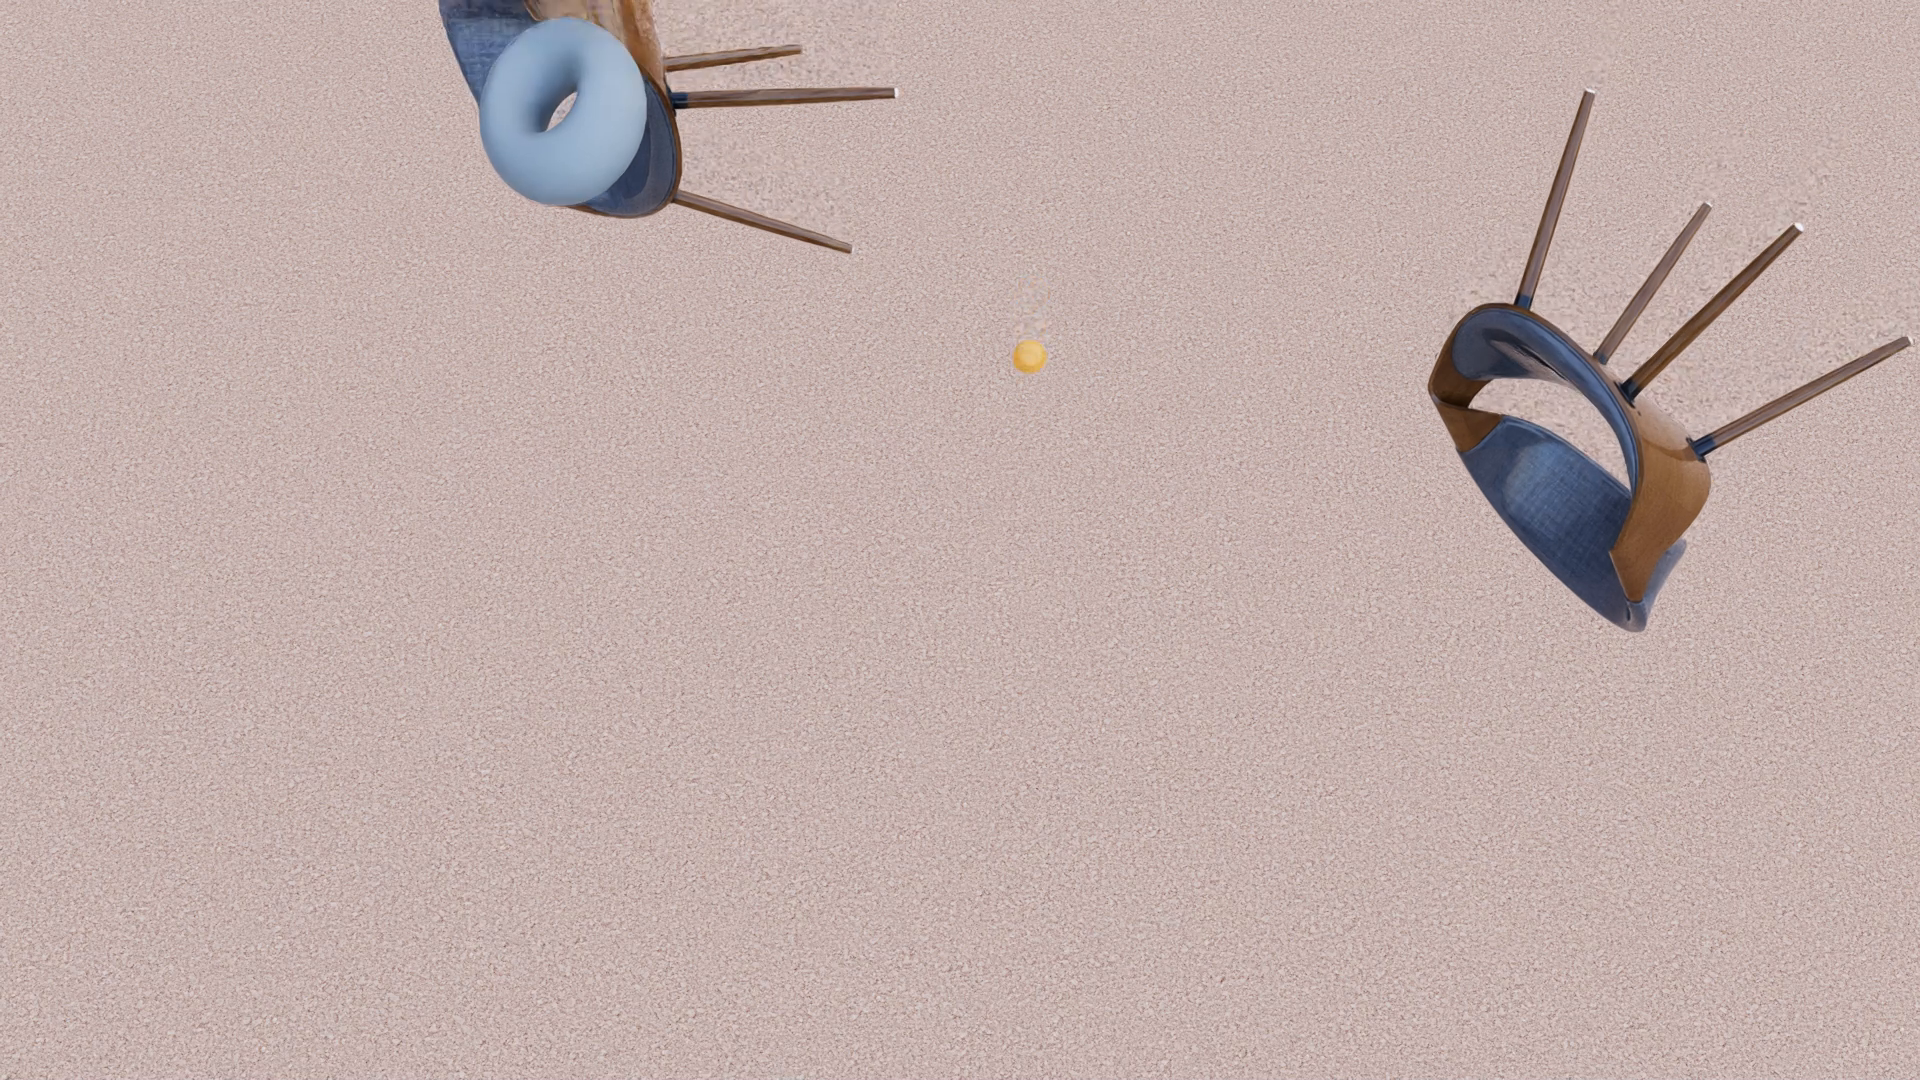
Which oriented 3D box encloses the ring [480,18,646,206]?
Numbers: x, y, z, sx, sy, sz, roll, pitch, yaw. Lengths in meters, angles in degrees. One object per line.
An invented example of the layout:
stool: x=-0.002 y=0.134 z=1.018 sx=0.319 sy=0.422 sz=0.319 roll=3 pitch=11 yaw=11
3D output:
ring: x=-0.615 y=-0.664 z=3.401 sx=0.275 sy=0.120 sz=0.362 roll=-35 pitch=51 yaw=10
